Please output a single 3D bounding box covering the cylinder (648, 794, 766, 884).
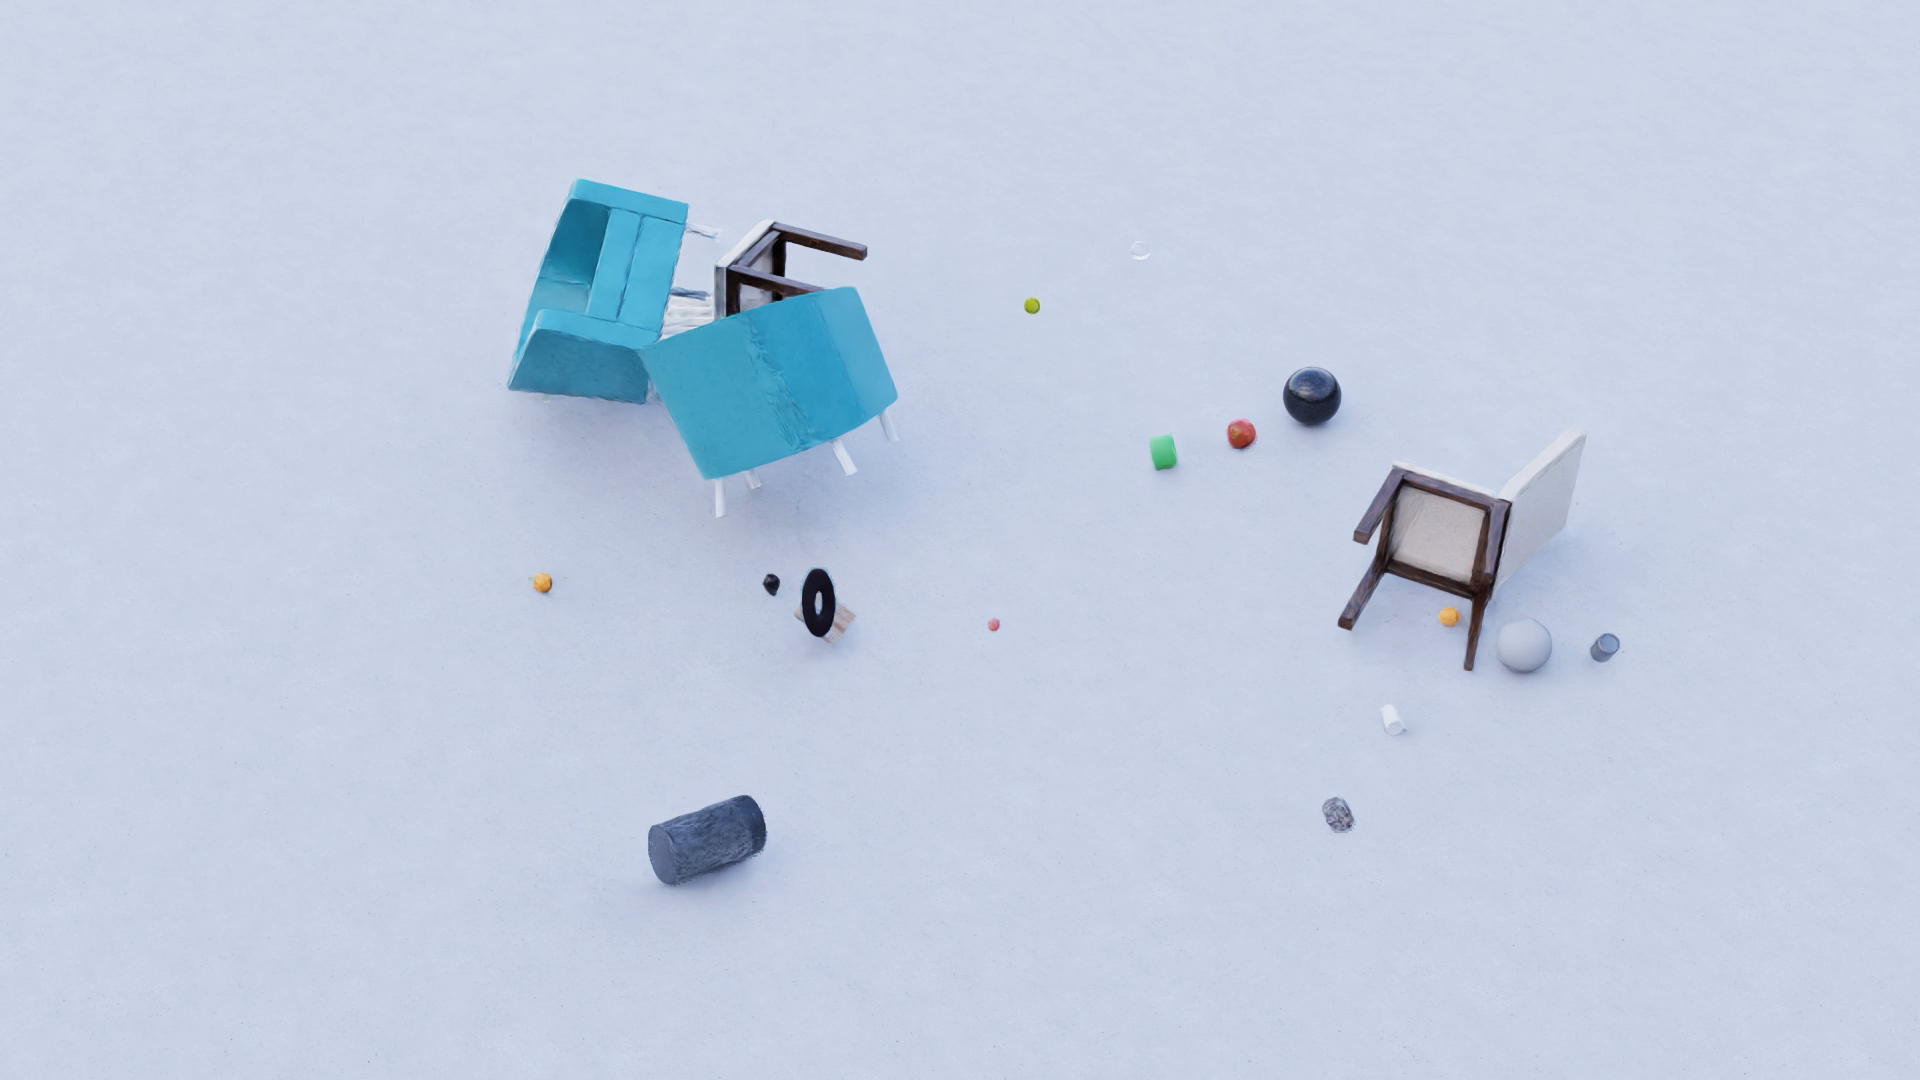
[{"bbox_3d":[-0.802,0.947,9.278,0.308,0.289,0.191,-18,77,-25],"label":"cylinder"}]

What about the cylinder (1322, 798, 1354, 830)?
[{"bbox_3d":[1.219,0.884,9.456,0.090,0.080,0.082,26,14,-10],"label":"cylinder"}]

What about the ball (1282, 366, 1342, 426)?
[{"bbox_3d":[1.393,-0.570,11.597,0.234,0.234,0.234,0,33,0],"label":"ball"}]

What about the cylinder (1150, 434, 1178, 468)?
[{"bbox_3d":[0.785,-0.344,11.318,0.084,0.154,0.106,-9,54,9],"label":"cylinder"}]

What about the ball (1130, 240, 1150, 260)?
[{"bbox_3d":[0.786,-1.262,12.782,0.085,0.085,0.085,0,33,0],"label":"ball"}]

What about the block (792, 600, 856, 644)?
[{"bbox_3d":[-0.479,0.266,10.330,0.119,0.162,0.116,-53,14,-12],"label":"block"}]

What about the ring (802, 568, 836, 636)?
[{"bbox_3d":[-0.485,0.215,10.069,0.040,0.285,0.152,22,46,33],"label":"ring"}]

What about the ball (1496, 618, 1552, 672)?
[{"bbox_3d":[1.967,0.366,10.216,0.191,0.191,0.191,0,33,0],"label":"ball"}]
